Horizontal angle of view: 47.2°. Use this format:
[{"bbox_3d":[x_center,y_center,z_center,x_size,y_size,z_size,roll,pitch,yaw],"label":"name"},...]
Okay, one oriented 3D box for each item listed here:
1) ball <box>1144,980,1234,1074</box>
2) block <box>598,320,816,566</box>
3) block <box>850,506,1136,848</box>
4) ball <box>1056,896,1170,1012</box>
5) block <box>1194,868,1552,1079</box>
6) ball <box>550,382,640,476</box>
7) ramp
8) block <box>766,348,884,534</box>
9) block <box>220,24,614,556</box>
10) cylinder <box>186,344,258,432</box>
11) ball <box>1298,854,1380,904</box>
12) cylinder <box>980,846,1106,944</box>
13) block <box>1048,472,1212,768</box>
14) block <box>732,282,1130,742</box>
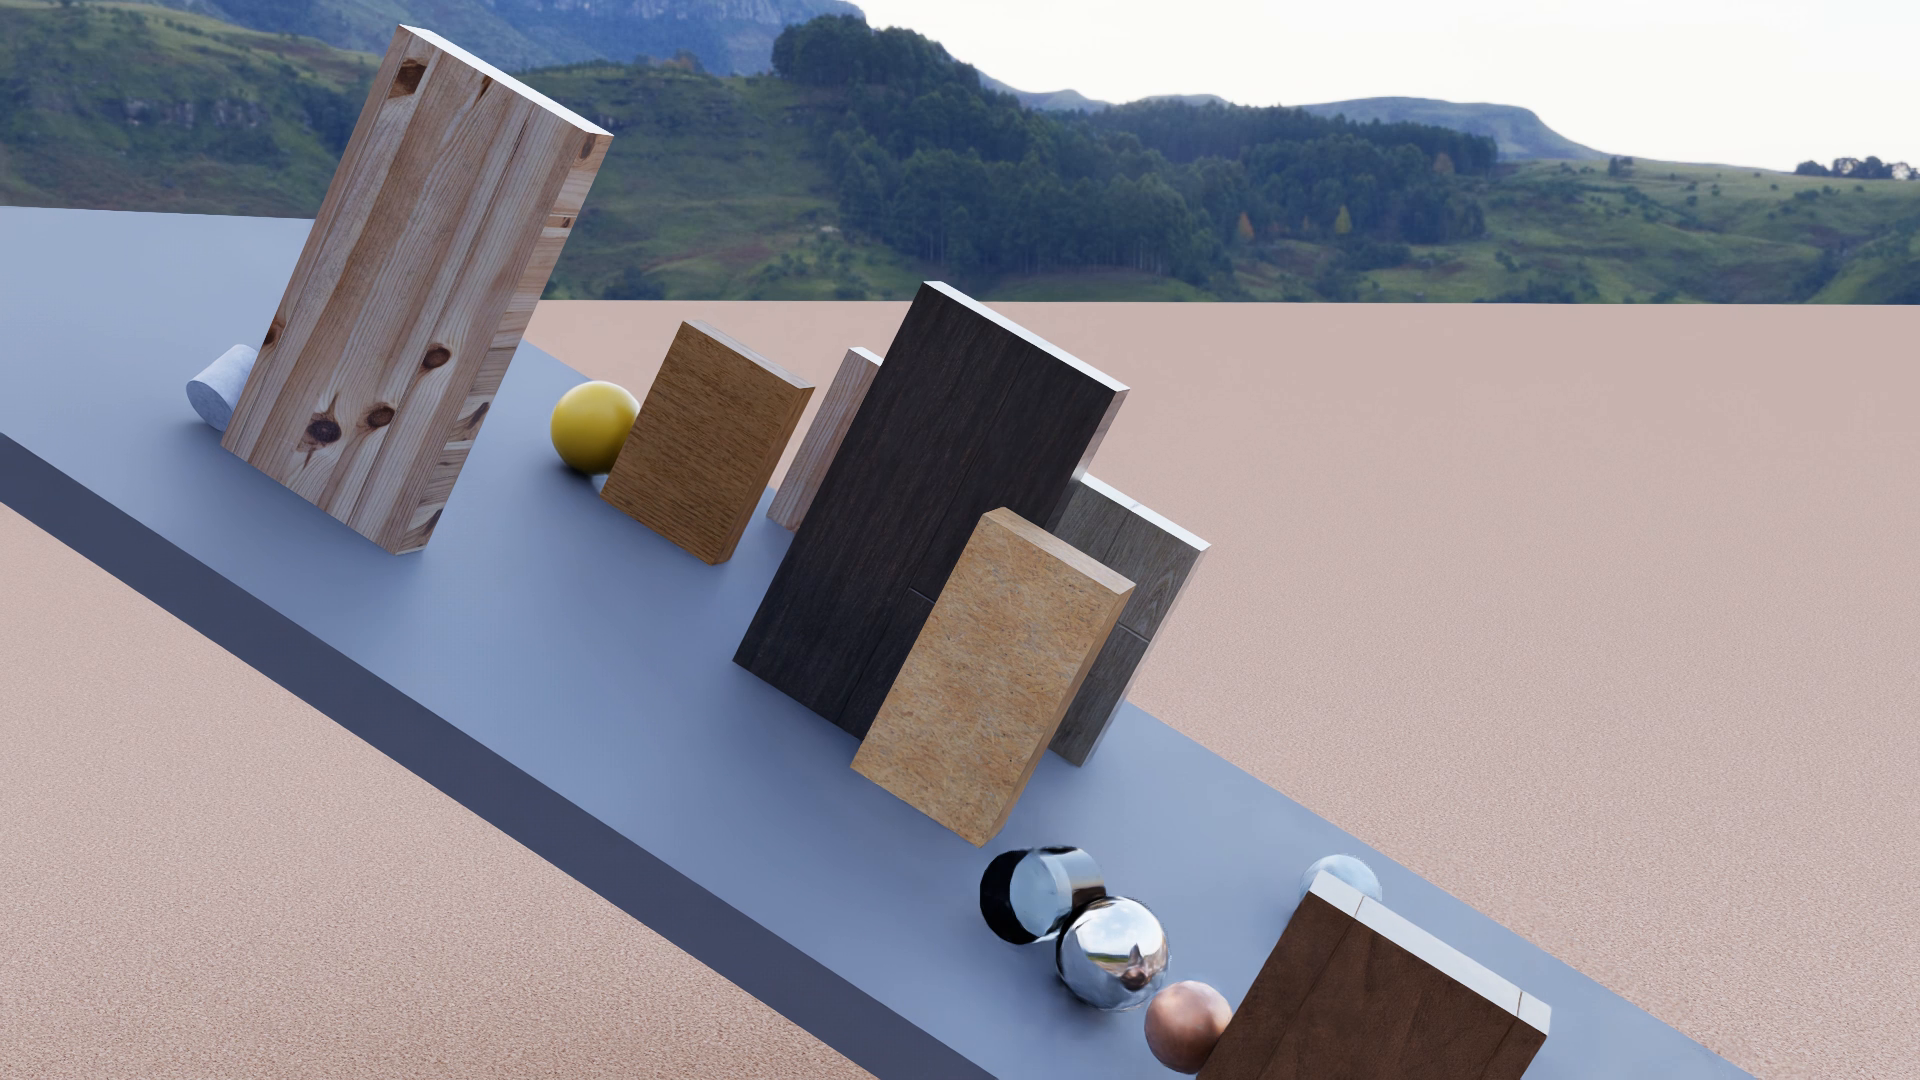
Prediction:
[{"bbox_3d":[0.344,0.728,3.288,0.136,0.136,0.136,0,7,0],"label":"ball"},{"bbox_3d":[-0.518,-0.200,4.498,0.283,0.412,0.095,31,14,12],"label":"block"},{"bbox_3d":[0.056,0.236,3.814,0.270,0.513,0.131,31,14,12],"label":"block"},{"bbox_3d":[0.236,0.641,3.411,0.176,0.176,0.176,0,7,0],"label":"ball"},{"bbox_3d":[0.558,0.751,3.106,0.369,0.425,0.120,31,14,12],"label":"block"},{"bbox_3d":[-0.758,-0.233,4.609,0.199,0.199,0.199,0,7,0],"label":"ball"},{"bbox_3d":[-0.215,0.357,4.144,4.000,0.100,2.000,31,14,12],"label":"ramp"},{"bbox_3d":[-0.170,-0.150,4.927,0.380,0.432,0.087,31,14,12],"label":"block"},{"bbox_3d":[-0.926,-0.416,3.716,0.383,0.795,0.097,31,14,12],"label":"block"},{"bbox_3d":[-1.274,-0.266,3.856,0.111,0.111,0.111,5,41,37],"label":"cylinder"},{"bbox_3d":[0.729,0.683,4.222,0.155,0.155,0.155,0,7,0],"label":"ball"},{"bbox_3d":[0.132,0.566,3.516,0.147,0.147,0.147,5,-1,34],"label":"cylinder"},{"bbox_3d":[0.247,0.160,4.447,0.299,0.510,0.107,31,14,12],"label":"block"},{"bbox_3d":[-0.059,-0.023,3.955,0.396,0.785,0.107,31,14,12],"label":"block"}]
